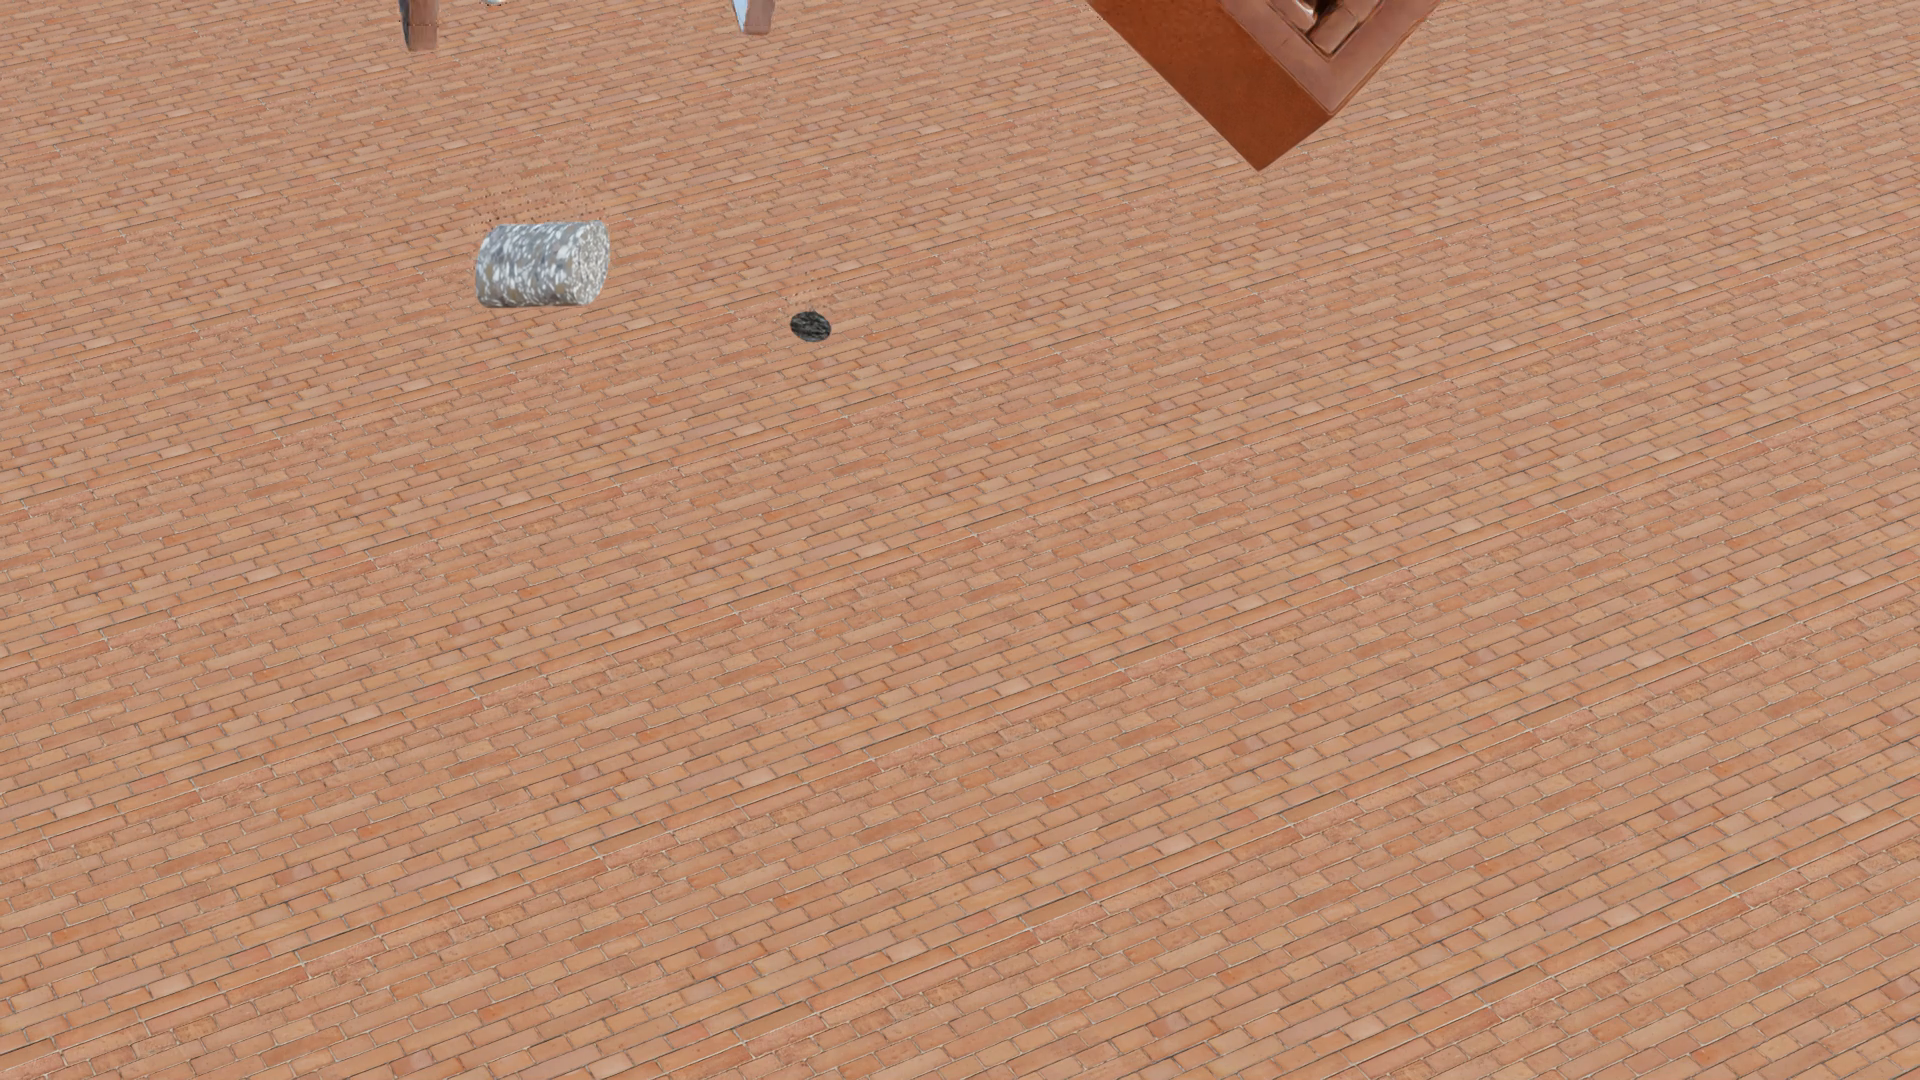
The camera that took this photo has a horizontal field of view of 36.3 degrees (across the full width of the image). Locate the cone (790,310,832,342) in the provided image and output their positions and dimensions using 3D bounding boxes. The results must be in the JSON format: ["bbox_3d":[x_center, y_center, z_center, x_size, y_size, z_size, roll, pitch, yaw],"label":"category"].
[{"bbox_3d":[-0.378,-0.569,7.529,0.106,0.082,0.111,14,27,-4],"label":"cone"}]

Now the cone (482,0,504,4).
[{"bbox_3d":[-1.288,-1.500,7.957,0.152,0.130,0.173,-20,77,-21],"label":"cone"}]

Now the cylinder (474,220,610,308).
[{"bbox_3d":[-1.167,-0.771,8.199,0.316,0.171,0.263,1,59,25],"label":"cylinder"}]
